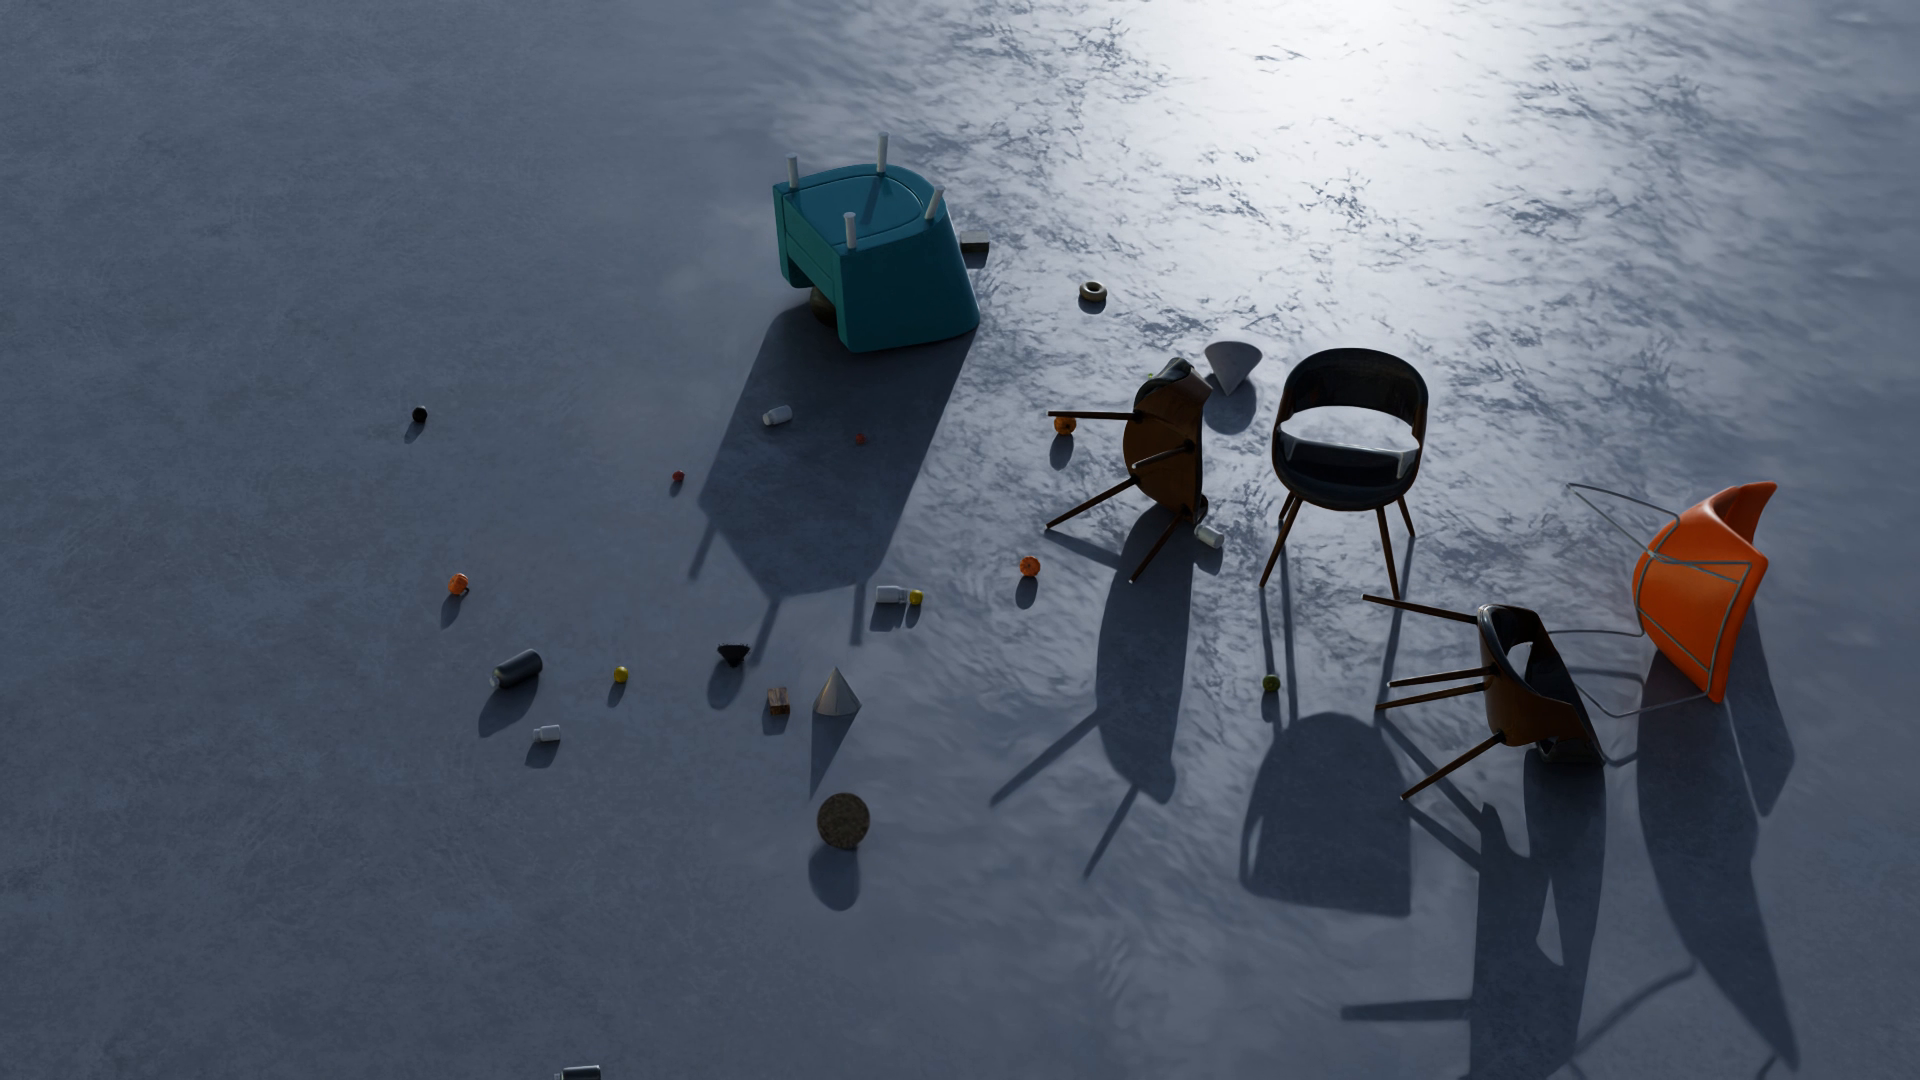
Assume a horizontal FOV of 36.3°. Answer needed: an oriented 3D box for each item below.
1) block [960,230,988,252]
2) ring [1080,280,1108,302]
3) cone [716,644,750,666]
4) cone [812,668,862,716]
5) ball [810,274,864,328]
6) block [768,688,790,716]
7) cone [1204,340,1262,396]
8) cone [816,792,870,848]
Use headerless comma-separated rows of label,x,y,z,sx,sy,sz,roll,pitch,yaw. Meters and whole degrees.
block,0.064,-1.311,12.890,0.119,0.049,0.109,-2,33,-3
ring,0.570,-1.063,12.524,0.115,0.038,0.154,-11,34,-14
cone,-0.794,0.415,10.277,0.119,0.107,0.067,-1,72,-3
cone,-0.423,0.498,10.036,0.170,0.168,0.117,-3,33,-4
ball,-0.515,-1.000,12.255,0.228,0.228,0.228,0,33,0
block,-0.623,0.554,10.070,0.066,0.038,0.102,-5,34,-8
cone,1.096,-0.667,11.888,0.238,0.158,0.234,4,52,10
cone,-0.359,0.916,9.496,0.188,0.181,0.094,22,-5,26
